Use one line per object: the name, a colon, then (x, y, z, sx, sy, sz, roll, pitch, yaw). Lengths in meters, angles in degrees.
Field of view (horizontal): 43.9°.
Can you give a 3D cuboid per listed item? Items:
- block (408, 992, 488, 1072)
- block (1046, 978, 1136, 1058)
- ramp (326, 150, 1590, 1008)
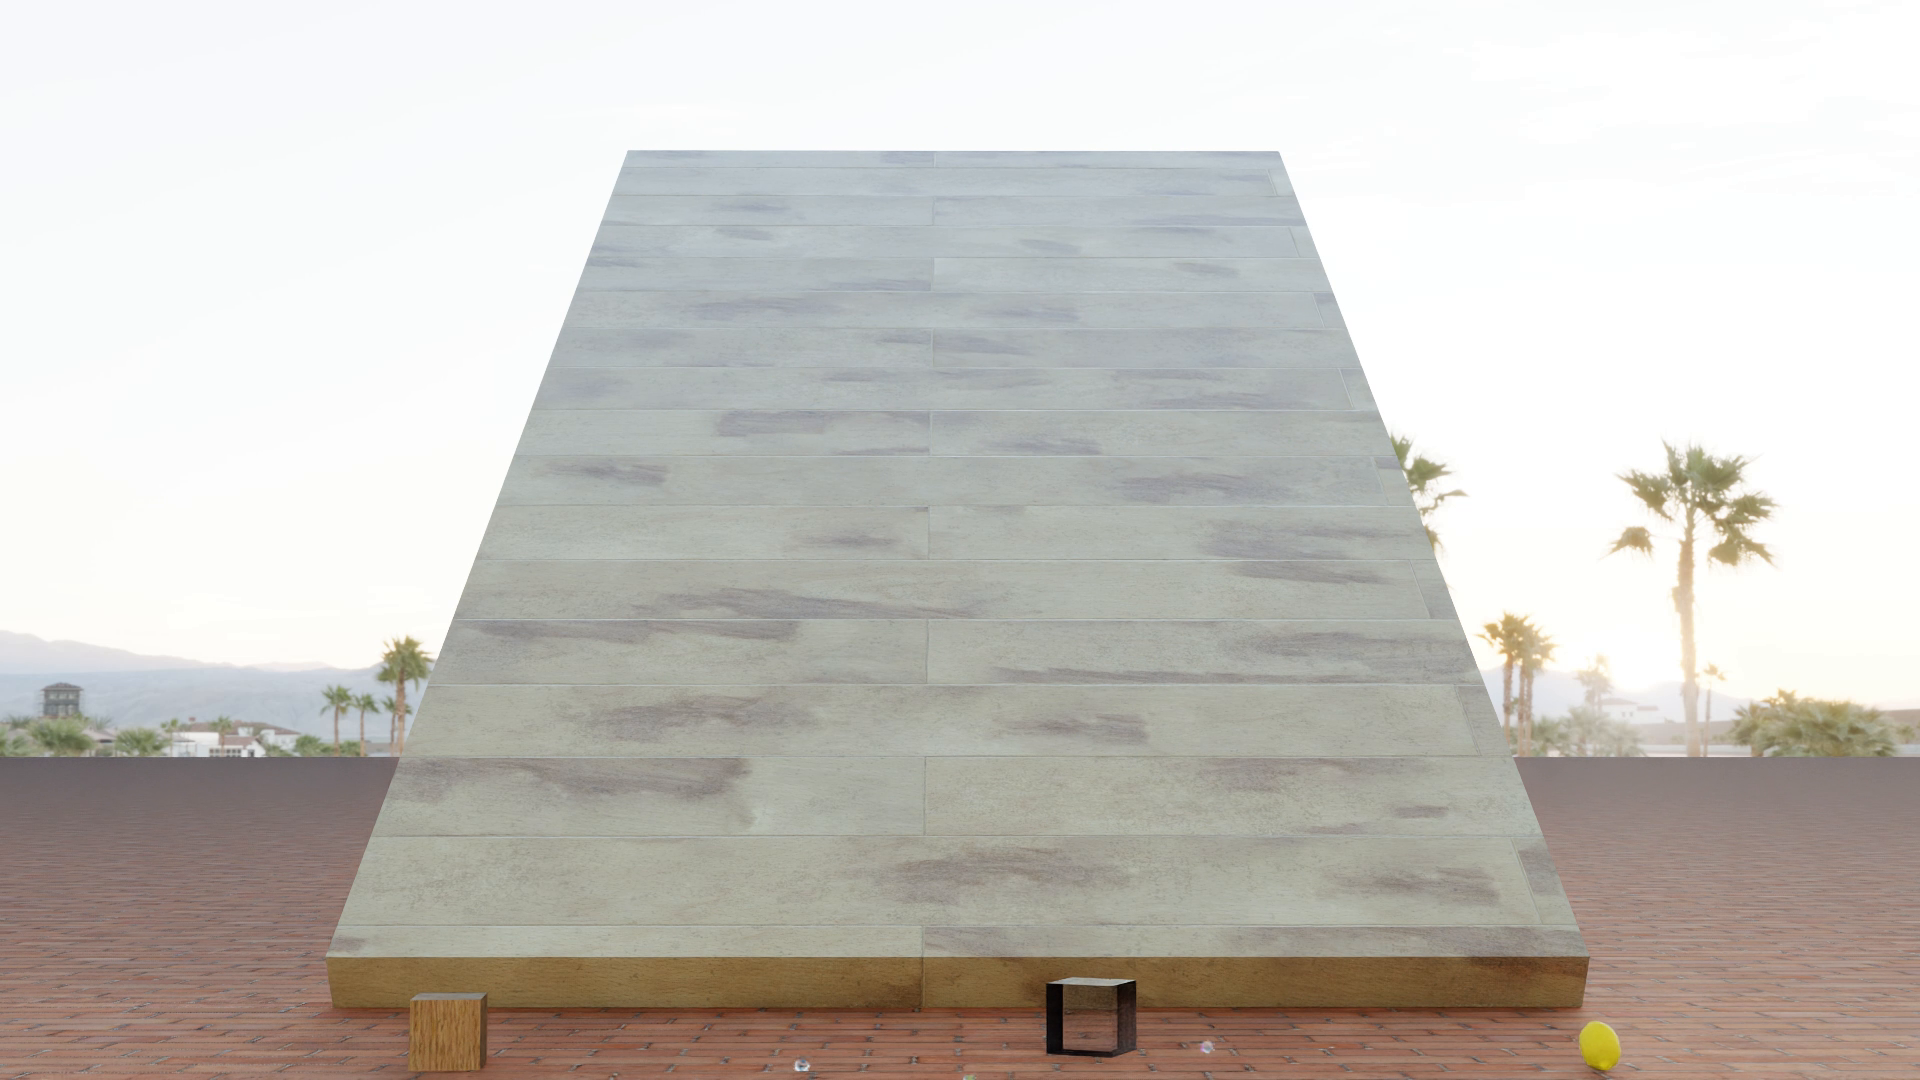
block: (-0.667, 0.641, 3.105, 0.090, 0.090, 0.090, 0, -5, -5)
block: (0.180, 0.651, 3.250, 0.095, 0.095, 0.095, -2, -6, 24)
ramp: (-0.011, -0.224, 5.560, 2.000, 0.100, 4.000, 0, 28, 0)
